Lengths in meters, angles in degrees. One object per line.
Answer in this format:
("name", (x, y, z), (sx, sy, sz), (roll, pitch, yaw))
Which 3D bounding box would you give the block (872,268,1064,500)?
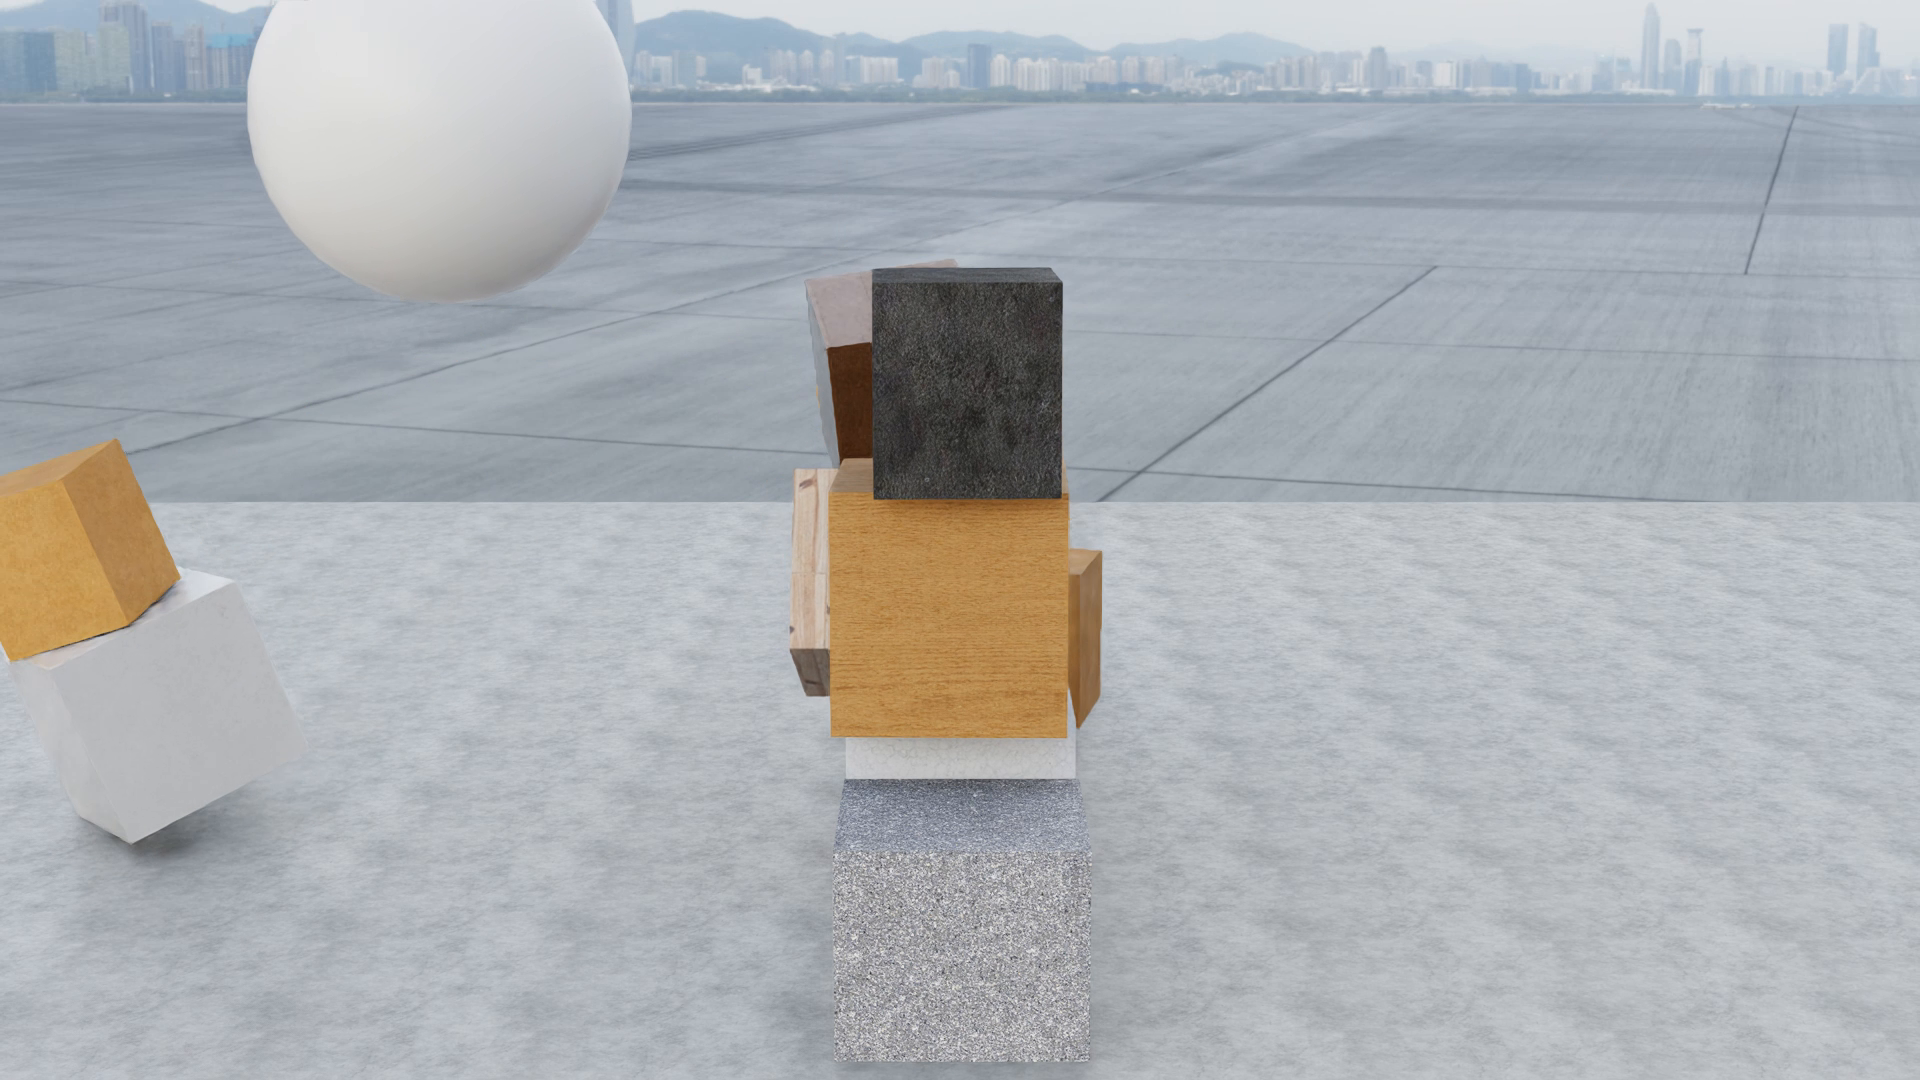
("block", (0.017, -0.607, 9.725), (0.692, 0.795, 0.736), (0, 10, -2))

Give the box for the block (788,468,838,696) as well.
("block", (-0.291, 0.196, 11.101), (0.803, 0.789, 0.788), (0, -18, 2))

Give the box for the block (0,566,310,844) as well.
("block", (-3.782, 0.753, 12.055), (0.917, 0.888, 0.843), (-29, 20, -30))

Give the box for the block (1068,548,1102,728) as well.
("block", (0.326, 0.526, 14.290), (0.813, 0.852, 0.738), (2, 10, 12))

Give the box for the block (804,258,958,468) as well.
("block", (-0.292, -0.779, 12.630), (0.759, 0.864, 0.829), (-9, 30, -7))

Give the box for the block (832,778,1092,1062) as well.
("block", (0.008, 1.406, 9.637), (0.919, 0.785, 0.954), (0, 10, 0))

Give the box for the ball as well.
("ball", (-2.192, -1.801, 10.853), (1.600, 1.600, 1.600), (0, 10, 0))

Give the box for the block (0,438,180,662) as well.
("block", (-4.138, 0.040, 11.853), (0.614, 0.728, 0.634), (-17, 17, 11))

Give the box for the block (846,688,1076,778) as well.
("block", (0.000, 1.125, 10.534), (0.896, 1.018, 0.900), (0, 10, 0))

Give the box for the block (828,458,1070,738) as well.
("block", (-0.033, 0.209, 10.091), (0.899, 0.943, 0.871), (0, 10, 1))

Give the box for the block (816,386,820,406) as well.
("block", (-0.333, -0.516, 13.673), (0.677, 0.649, 0.578), (-17, 27, 0))
